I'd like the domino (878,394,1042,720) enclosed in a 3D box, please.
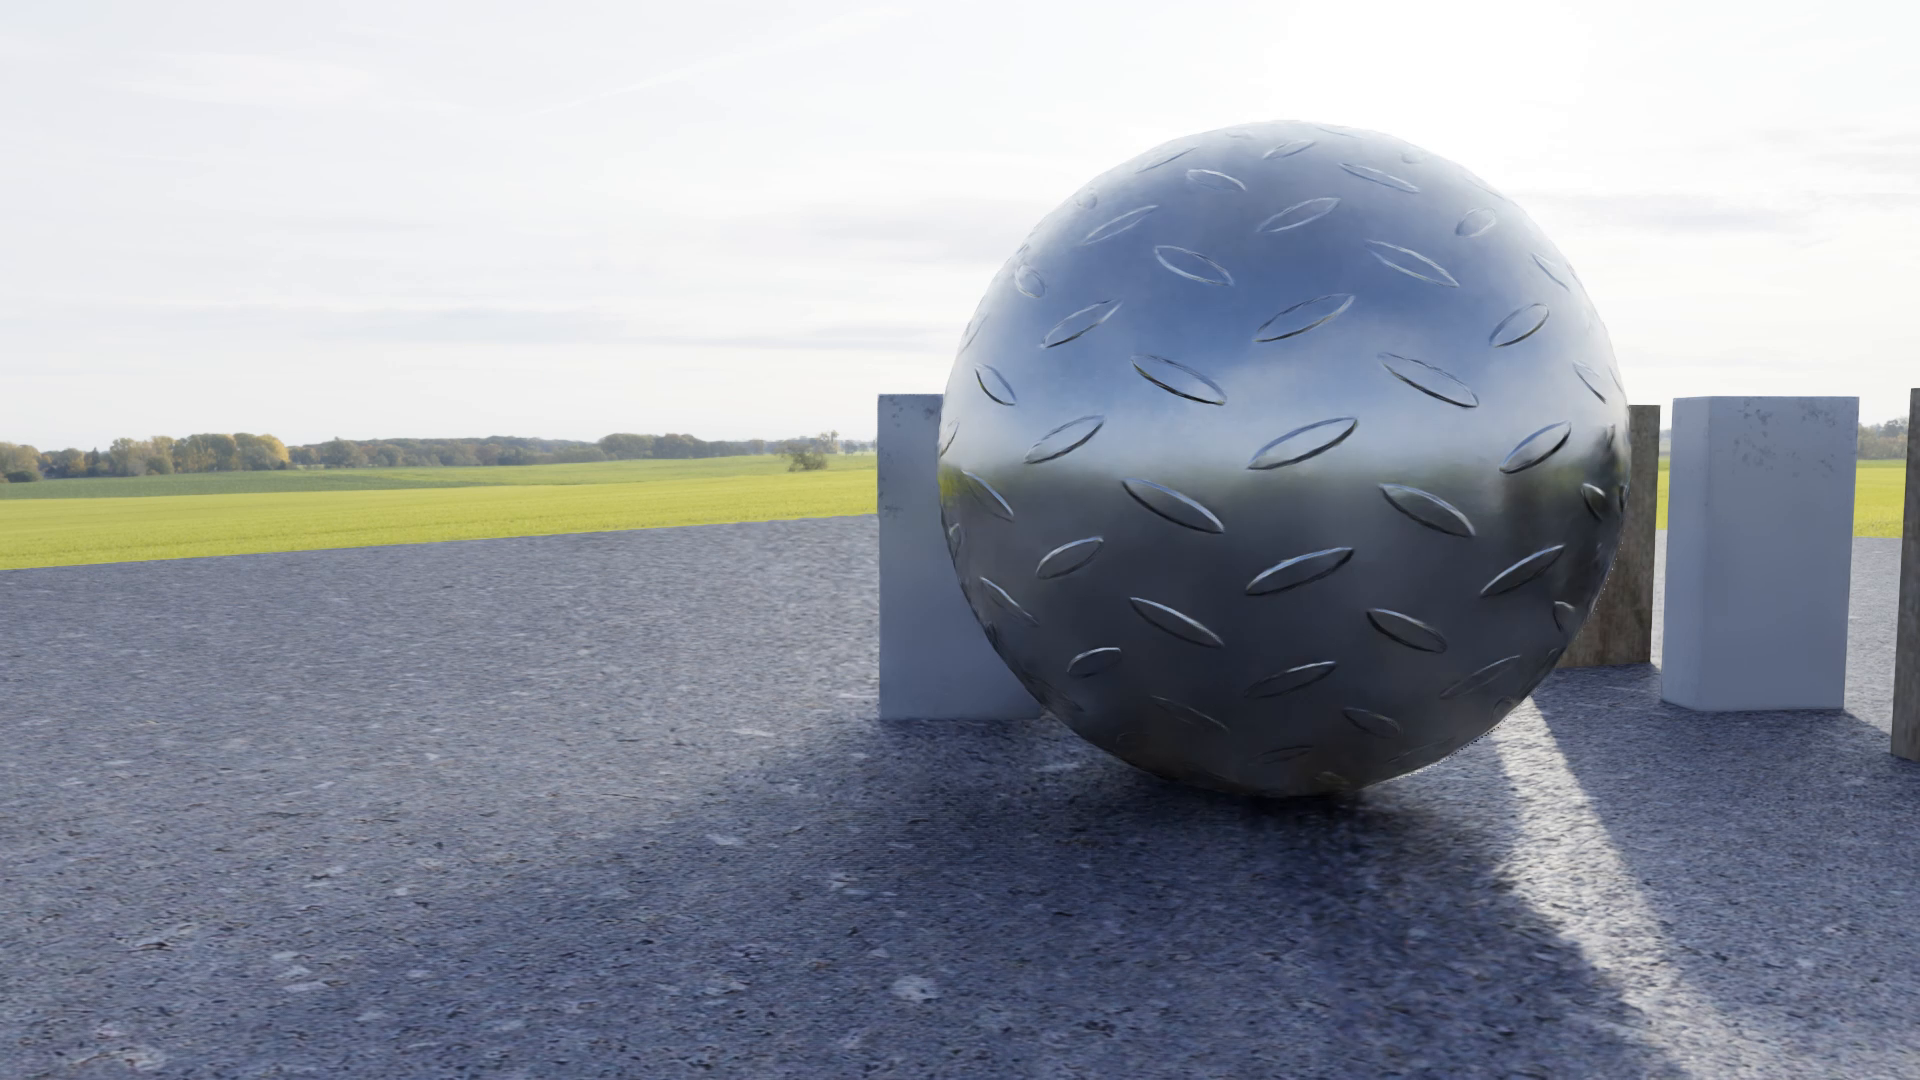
[{"bbox_3d":[0.000,0.002,0.201,0.025,0.050,0.009,0,3,0],"label":"domino"}]

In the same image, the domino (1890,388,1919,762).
[{"bbox_3d":[0.134,0.005,0.163,0.009,0.050,0.025,0,4,-3],"label":"domino"}]

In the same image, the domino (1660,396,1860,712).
[{"bbox_3d":[0.129,0.002,0.208,0.025,0.050,0.010,0,4,-6],"label":"domino"}]

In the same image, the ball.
[{"bbox_3d":[0.037,-0.009,0.157,0.080,0.080,0.080,0,4,0],"label":"ball"}]

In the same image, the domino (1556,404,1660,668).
[{"bbox_3d":[0.122,-0.001,0.250,0.025,0.050,0.010,-1,4,-17],"label":"domino"}]
